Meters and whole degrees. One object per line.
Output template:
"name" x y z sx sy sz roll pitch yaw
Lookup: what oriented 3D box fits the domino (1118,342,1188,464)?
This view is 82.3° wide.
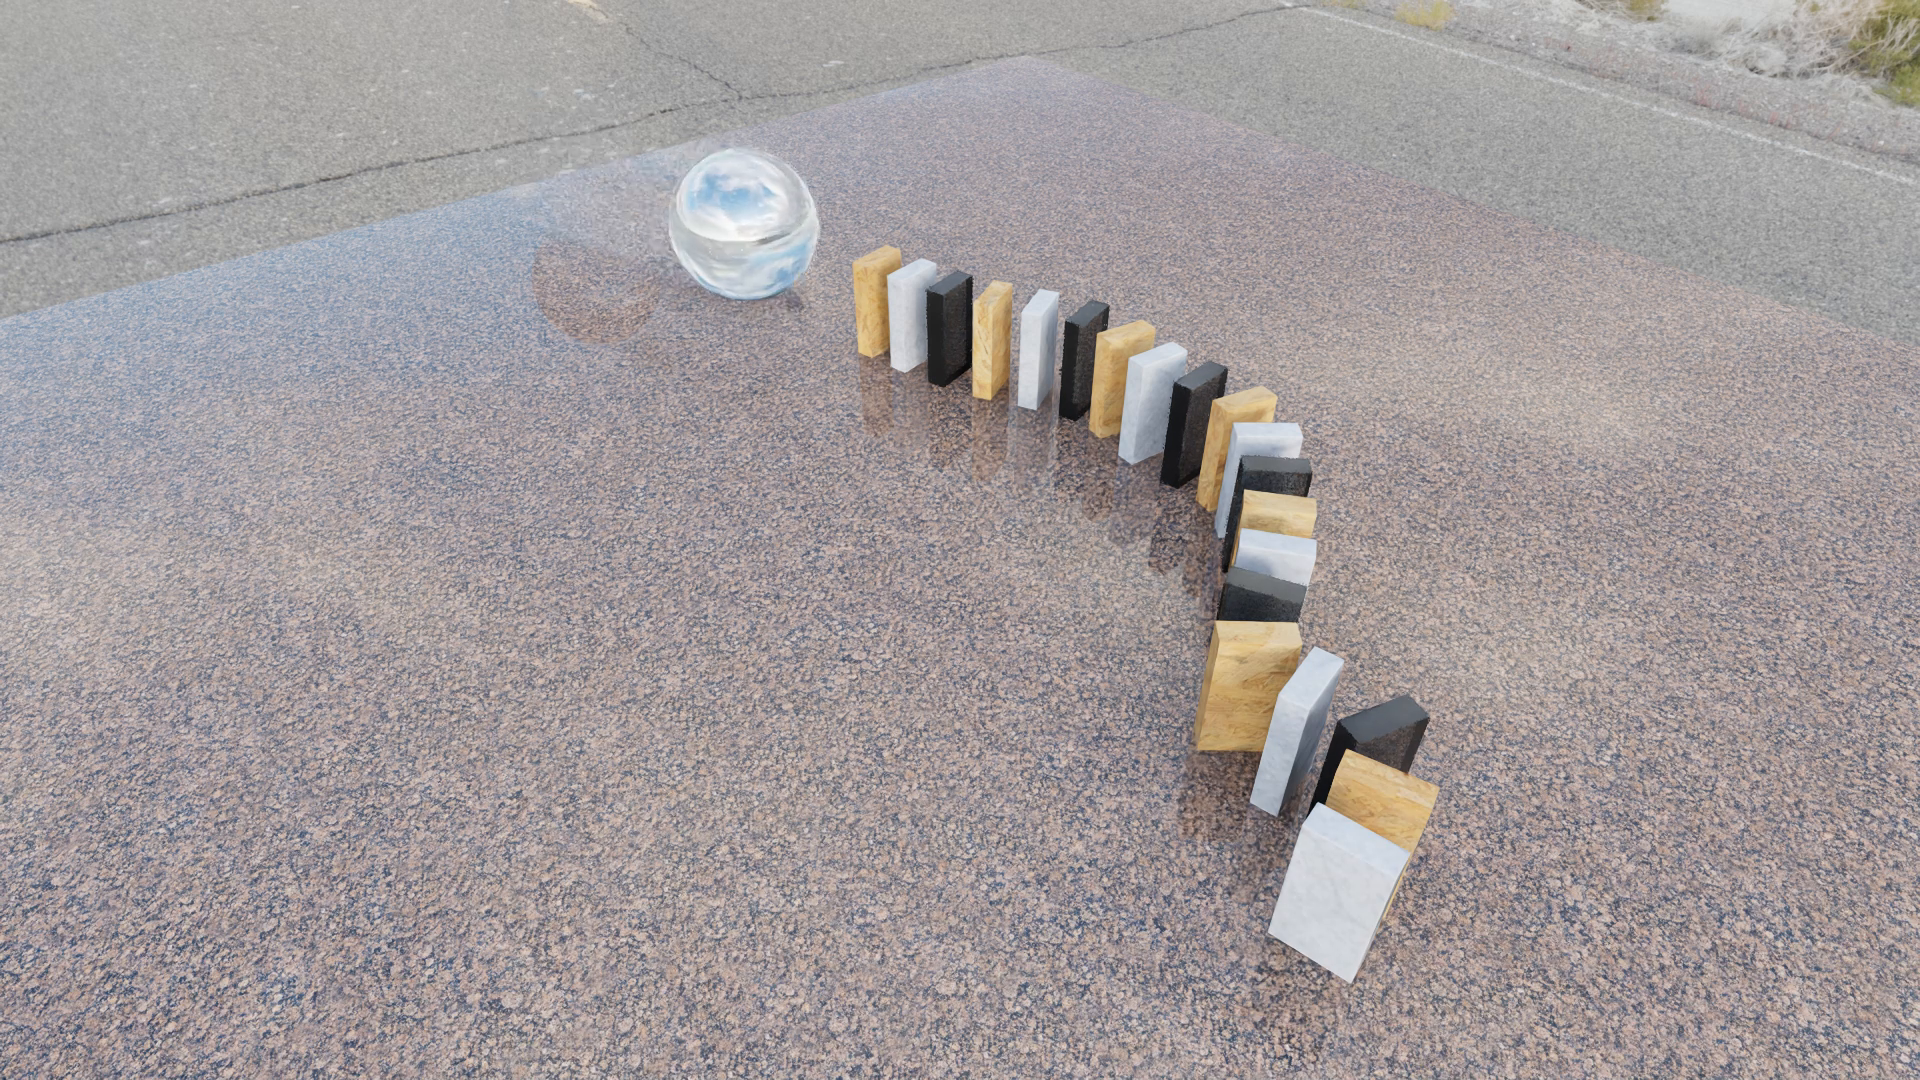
"domino" 0.085 -0.060 0.485 0.025 0.050 0.009 -23 45 -26

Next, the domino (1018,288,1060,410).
"domino" 0.037 -0.090 0.521 0.009 0.050 0.025 15 42 17

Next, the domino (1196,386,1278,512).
"domino" 0.115 -0.038 0.457 0.025 0.050 0.009 -18 43 -20

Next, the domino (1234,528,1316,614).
"domino" 0.107 0.020 0.387 0.025 0.050 0.009 10 40 12

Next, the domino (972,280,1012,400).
"domino" 0.016 -0.096 0.528 0.009 0.050 0.025 15 42 18

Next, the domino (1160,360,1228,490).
"domino" 0.100 -0.049 0.471 0.025 0.050 0.009 -32 49 -33

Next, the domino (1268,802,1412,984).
"domino" 0.101 0.095 0.295 0.025 0.050 0.010 27 46 29

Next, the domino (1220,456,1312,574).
"domino" 0.117 -0.009 0.422 0.025 0.050 0.009 4 39 4

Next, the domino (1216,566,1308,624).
"domino" 0.099 0.034 0.370 0.025 0.050 0.009 16 42 19

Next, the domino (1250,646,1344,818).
"domino" 0.103 0.060 0.339 0.010 0.050 0.025 26 46 29

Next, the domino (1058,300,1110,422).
"domino" 0.058 -0.084 0.513 0.010 0.050 0.025 23 44 25

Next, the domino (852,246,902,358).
"domino" -0.041 -0.121 0.559 0.009 0.050 0.025 27 46 29

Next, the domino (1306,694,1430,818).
"domino" 0.120 0.070 0.326 0.025 0.050 0.009 -16 42 -18

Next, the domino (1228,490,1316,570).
"domino" 0.113 0.006 0.404 0.025 0.050 0.009 8 40 10

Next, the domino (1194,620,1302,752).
"domino" 0.092 0.048 0.353 0.025 0.050 0.009 1 39 2

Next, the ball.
"ball" -0.117 -0.170 0.596 0.080 0.080 0.080 0 39 0

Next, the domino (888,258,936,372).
"domino" -0.023 -0.112 0.548 0.009 0.050 0.025 27 47 29

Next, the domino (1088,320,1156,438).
"domino" 0.073 -0.073 0.500 0.025 0.050 0.010 -20 44 -23

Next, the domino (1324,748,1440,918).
"domino" 0.114 0.083 0.310 0.025 0.050 0.009 22 44 24

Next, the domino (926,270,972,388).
"domino" -0.005 -0.103 0.537 0.009 0.050 0.025 23 45 26

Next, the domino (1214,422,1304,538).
"domino" 0.119 -0.023 0.440 0.025 0.050 0.009 0 39 1
